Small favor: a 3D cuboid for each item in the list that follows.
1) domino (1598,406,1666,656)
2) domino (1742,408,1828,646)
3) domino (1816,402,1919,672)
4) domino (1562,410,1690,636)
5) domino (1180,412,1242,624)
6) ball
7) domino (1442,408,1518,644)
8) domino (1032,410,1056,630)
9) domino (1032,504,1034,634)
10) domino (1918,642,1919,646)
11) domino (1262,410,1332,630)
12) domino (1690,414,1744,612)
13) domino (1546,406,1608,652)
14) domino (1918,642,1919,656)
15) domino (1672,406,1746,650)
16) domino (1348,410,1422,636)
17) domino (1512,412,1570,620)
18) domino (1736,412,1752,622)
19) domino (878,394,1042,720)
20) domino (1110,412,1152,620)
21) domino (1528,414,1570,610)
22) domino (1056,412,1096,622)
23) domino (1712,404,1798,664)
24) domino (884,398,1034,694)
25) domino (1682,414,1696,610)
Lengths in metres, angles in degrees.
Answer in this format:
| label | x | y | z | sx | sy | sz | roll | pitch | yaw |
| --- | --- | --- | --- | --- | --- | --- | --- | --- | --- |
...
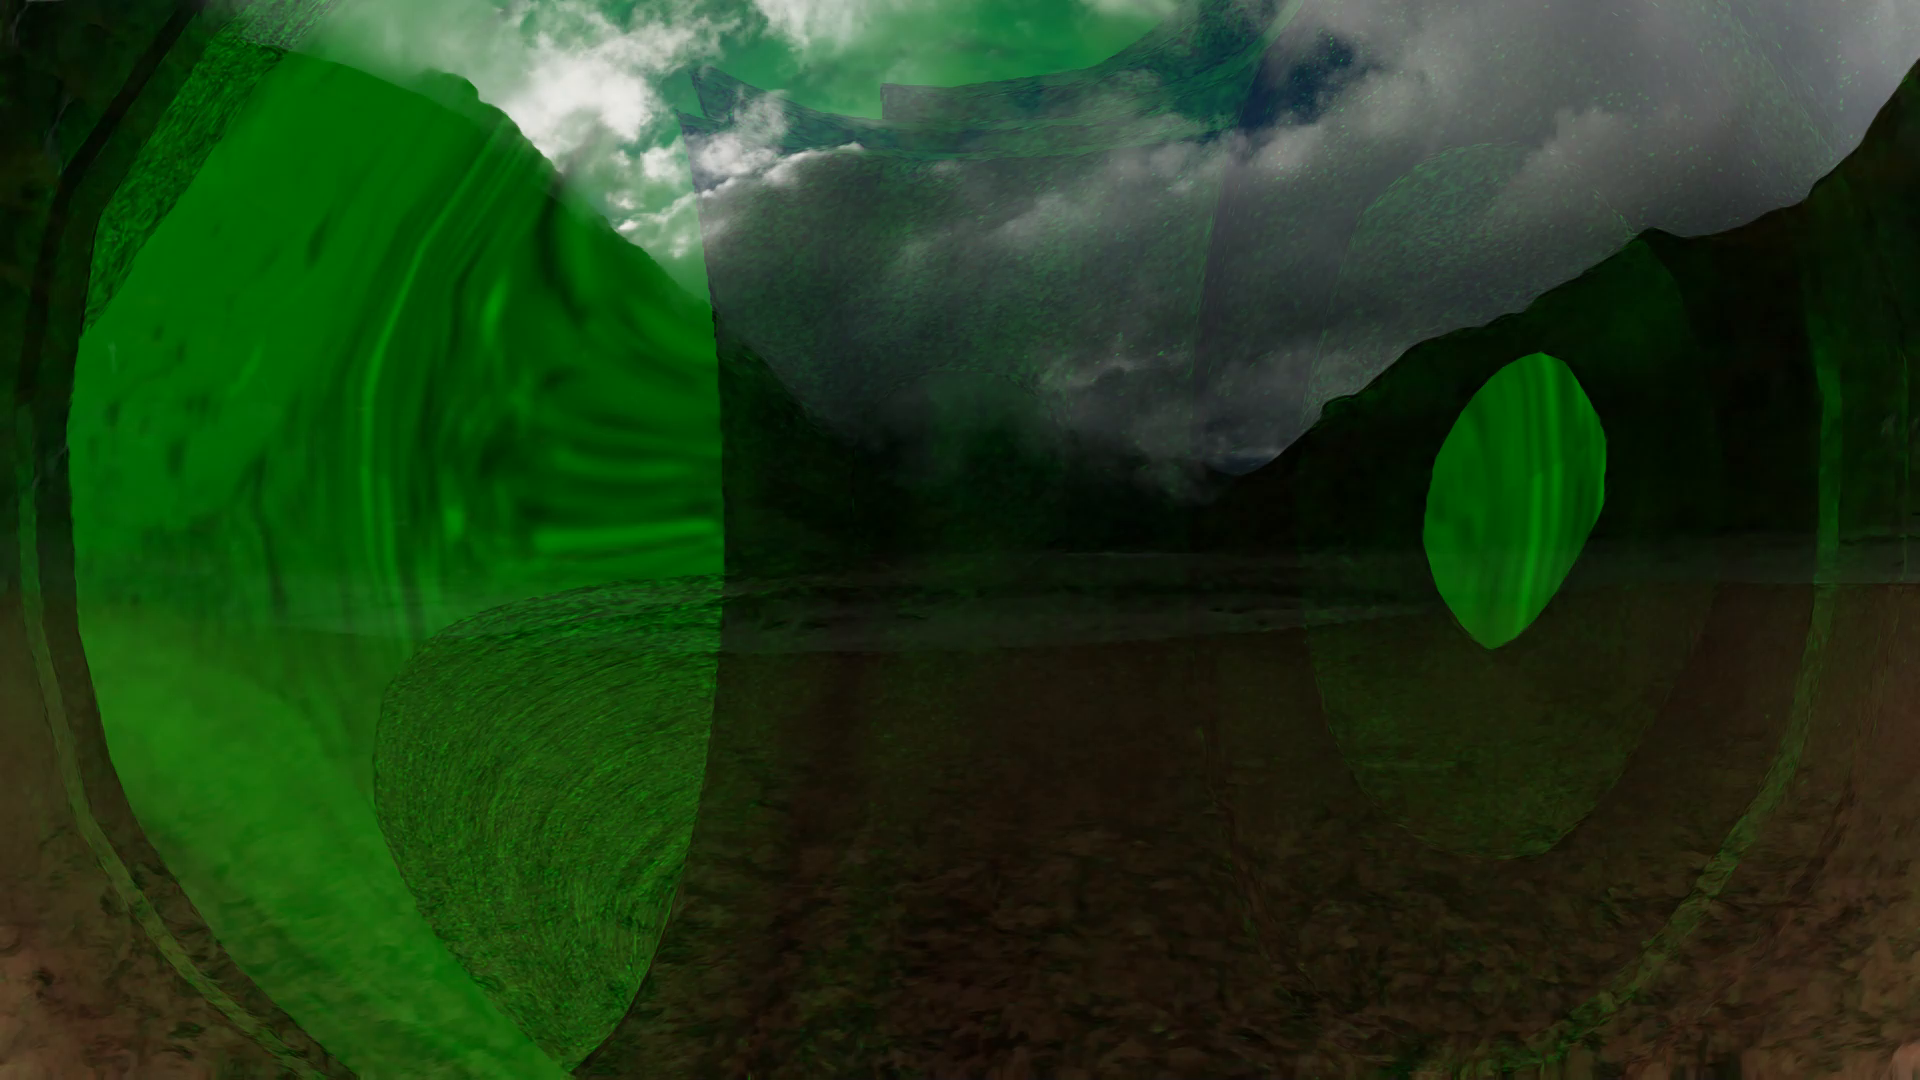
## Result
| label | x | y | z | sx | sy | sz | roll | pitch | yaw |
| --- | --- | --- | --- | --- | --- | --- | --- | --- | --- |
| domino | 0.141 | -0.003 | 0.270 | 0.009 | 0.050 | 0.025 | 3 | 5 | 30 |
| domino | 0.183 | -0.003 | 0.275 | 0.009 | 0.050 | 0.025 | -1 | 4 | -15 |
| domino | 0.178 | -0.001 | 0.250 | 0.009 | 0.050 | 0.025 | 1 | 5 | 18 |
| domino | 0.151 | -0.004 | 0.291 | 0.025 | 0.050 | 0.009 | -1 | 5 | -18 |
| domino | 0.062 | -0.006 | 0.315 | 0.009 | 0.050 | 0.025 | 2 | 5 | 22 |
| ball | 0.000 | -0.002 | 0.056 | 0.080 | 0.080 | 0.080 | 0 | 4 | 0 |
| domino | 0.116 | -0.004 | 0.285 | 0.009 | 0.050 | 0.025 | 3 | 5 | 33 |
| domino | 0.009 | -0.005 | 0.302 | 0.025 | 0.050 | 0.009 | 2 | 5 | 25 |
| domino | 0.003 | -0.004 | 0.283 | 0.025 | 0.050 | 0.010 | 1 | 4 | 10 |
| domino | 0.213 | -0.002 | 0.267 | 0.025 | 0.050 | 0.009 | 3 | 5 | 31 |
| domino | 0.081 | -0.005 | 0.306 | 0.009 | 0.050 | 0.025 | 2 | 5 | 28 |
| domino | 0.198 | -0.008 | 0.335 | 0.009 | 0.050 | 0.025 | 2 | 5 | 29 |
| domino | 0.133 | -0.003 | 0.274 | 0.009 | 0.050 | 0.025 | 3 | 5 | 31 |
| domino | 0.198 | -0.001 | 0.253 | 0.010 | 0.050 | 0.025 | -2 | 5 | -30 |
| domino | 0.161 | -0.003 | 0.276 | 0.009 | 0.050 | 0.025 | 3 | 5 | 36 |
| domino | 0.098 | -0.005 | 0.296 | 0.010 | 0.050 | 0.025 | 3 | 5 | 32 |
| domino | 0.148 | -0.006 | 0.311 | 0.025 | 0.050 | 0.009 | 1 | 4 | 8 |
| domino | 0.200 | -0.005 | 0.304 | 0.025 | 0.050 | 0.010 | 0 | 4 | -1 |
| domino | 0.000 | 0.002 | 0.201 | 0.025 | 0.050 | 0.009 | 0 | 4 | 0 |
| domino | 0.042 | -0.006 | 0.320 | 0.009 | 0.050 | 0.025 | 0 | 4 | 7 |
| domino | 0.160 | -0.007 | 0.327 | 0.009 | 0.050 | 0.025 | -3 | 5 | -37 |
| domino | 0.022 | -0.006 | 0.317 | 0.010 | 0.050 | 0.025 | -2 | 5 | -29 |
| domino | 0.161 | -0.002 | 0.259 | 0.009 | 0.050 | 0.025 | 4 | 6 | 39 |
| domino | 0.000 | 0.001 | 0.221 | 0.025 | 0.050 | 0.009 | 0 | 4 | -1 |
| domino | 0.178 | -0.008 | 0.337 | 0.009 | 0.050 | 0.025 | -1 | 5 | -18 |
